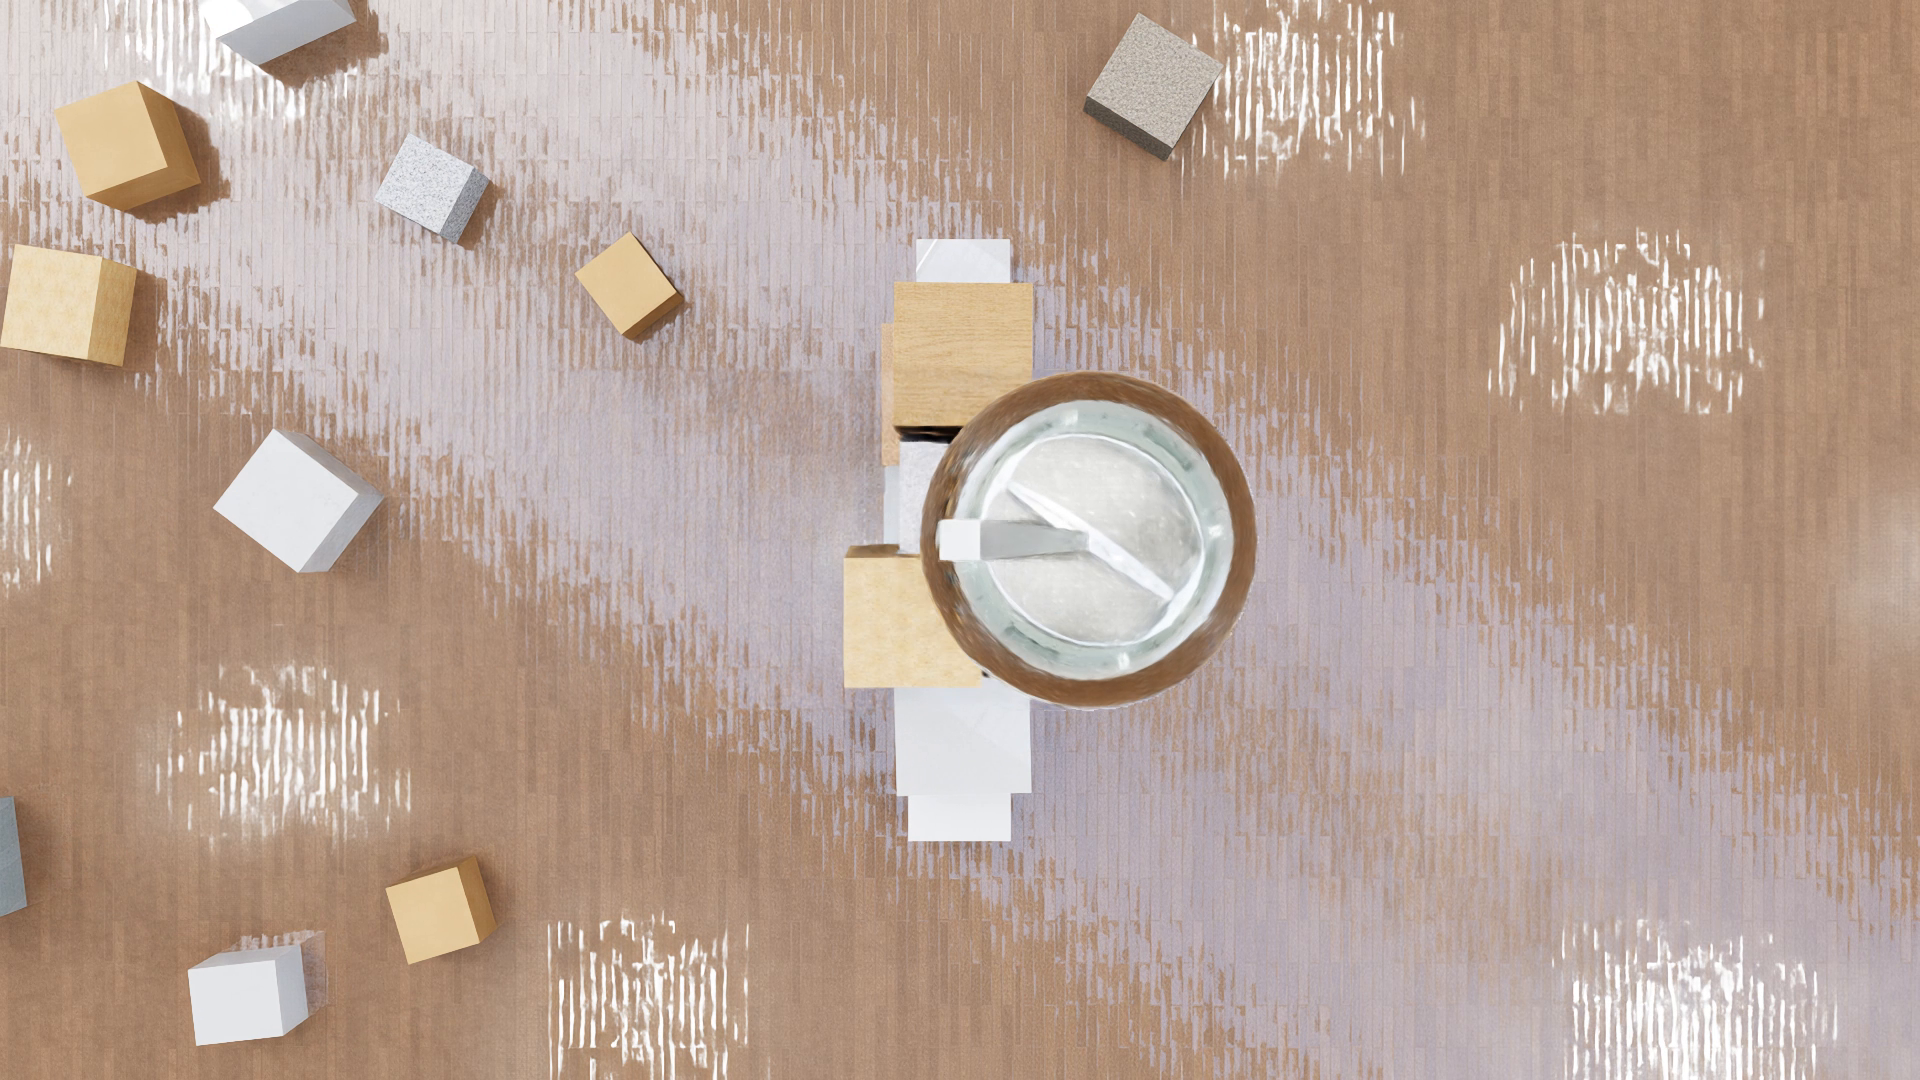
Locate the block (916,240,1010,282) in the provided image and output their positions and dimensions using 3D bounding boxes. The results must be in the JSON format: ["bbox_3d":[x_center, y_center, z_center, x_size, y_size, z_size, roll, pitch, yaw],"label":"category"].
[{"bbox_3d":[0.017,-1.452,12.722,0.526,0.556,0.496,0,90,0],"label":"block"}]

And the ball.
[{"bbox_3d":[0.605,0.000,10.401,1.600,1.600,1.600,0,90,0],"label":"ball"}]

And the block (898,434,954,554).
[{"bbox_3d":[-0.009,-0.253,11.868,0.624,0.557,0.585,1,97,0],"label":"block"}]

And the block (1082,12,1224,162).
[{"bbox_3d":[1.115,-2.621,12.769,0.574,0.462,0.555,32,90,0],"label":"block"}]

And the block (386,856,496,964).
[{"bbox_3d":[-3.005,2.141,12.766,0.424,0.468,0.452,-17,90,0],"label":"block"}]

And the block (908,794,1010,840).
[{"bbox_3d":[-0.003,1.403,12.714,0.575,0.572,0.595,0,90,0],"label":"block"}]

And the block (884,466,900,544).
[{"bbox_3d":[-0.012,0.001,12.591,0.820,0.817,0.806,1,90,0],"label":"block"}]

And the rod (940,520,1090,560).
[{"bbox_3d":[0.262,0.000,7.018,0.080,5.200,0.080,0,90,6],"label":"rod"}]

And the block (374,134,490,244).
[{"bbox_3d":[-3.065,-2.038,12.784,0.421,0.432,0.431,28,90,0],"label":"block"}]

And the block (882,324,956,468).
[{"bbox_3d":[-0.017,-0.804,12.564,0.831,0.871,0.780,0,90,0],"label":"block"}]

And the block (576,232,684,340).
[{"bbox_3d":[-1.922,-1.477,12.816,0.400,0.368,0.440,-38,90,0],"label":"block"}]

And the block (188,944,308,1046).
[{"bbox_3d":[-4.123,2.633,12.756,0.497,0.488,0.434,-6,90,0],"label":"block"}]

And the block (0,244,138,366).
[{"bbox_3d":[-5.154,-1.352,12.735,0.498,0.529,0.585,8,90,0],"label":"block"}]

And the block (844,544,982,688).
[{"bbox_3d":[-0.246,0.397,11.808,0.716,0.745,0.677,0,95,0],"label":"block"}]

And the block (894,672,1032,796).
[{"bbox_3d":[0.014,1.044,12.110,0.722,0.607,0.627,-1,92,0],"label":"block"}]

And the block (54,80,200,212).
[{"bbox_3d":[-4.808,-2.273,12.722,0.499,0.557,0.521,-20,90,0],"label":"block"}]

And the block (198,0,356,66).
[{"bbox_3d":[-3.991,-3.219,12.637,0.650,0.726,0.623,-24,90,0],"label":"block"}]

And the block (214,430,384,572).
[{"bbox_3d":[-3.808,-0.221,12.710,0.605,0.580,0.562,37,90,0],"label":"block"}]

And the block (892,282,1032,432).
[{"bbox_3d":[0.015,-0.966,11.791,0.720,0.675,0.752,1,90,0],"label":"block"}]

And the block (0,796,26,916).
[{"bbox_3d":[-5.877,1.880,12.650,0.648,0.701,0.657,-7,90,0],"label":"block"}]
